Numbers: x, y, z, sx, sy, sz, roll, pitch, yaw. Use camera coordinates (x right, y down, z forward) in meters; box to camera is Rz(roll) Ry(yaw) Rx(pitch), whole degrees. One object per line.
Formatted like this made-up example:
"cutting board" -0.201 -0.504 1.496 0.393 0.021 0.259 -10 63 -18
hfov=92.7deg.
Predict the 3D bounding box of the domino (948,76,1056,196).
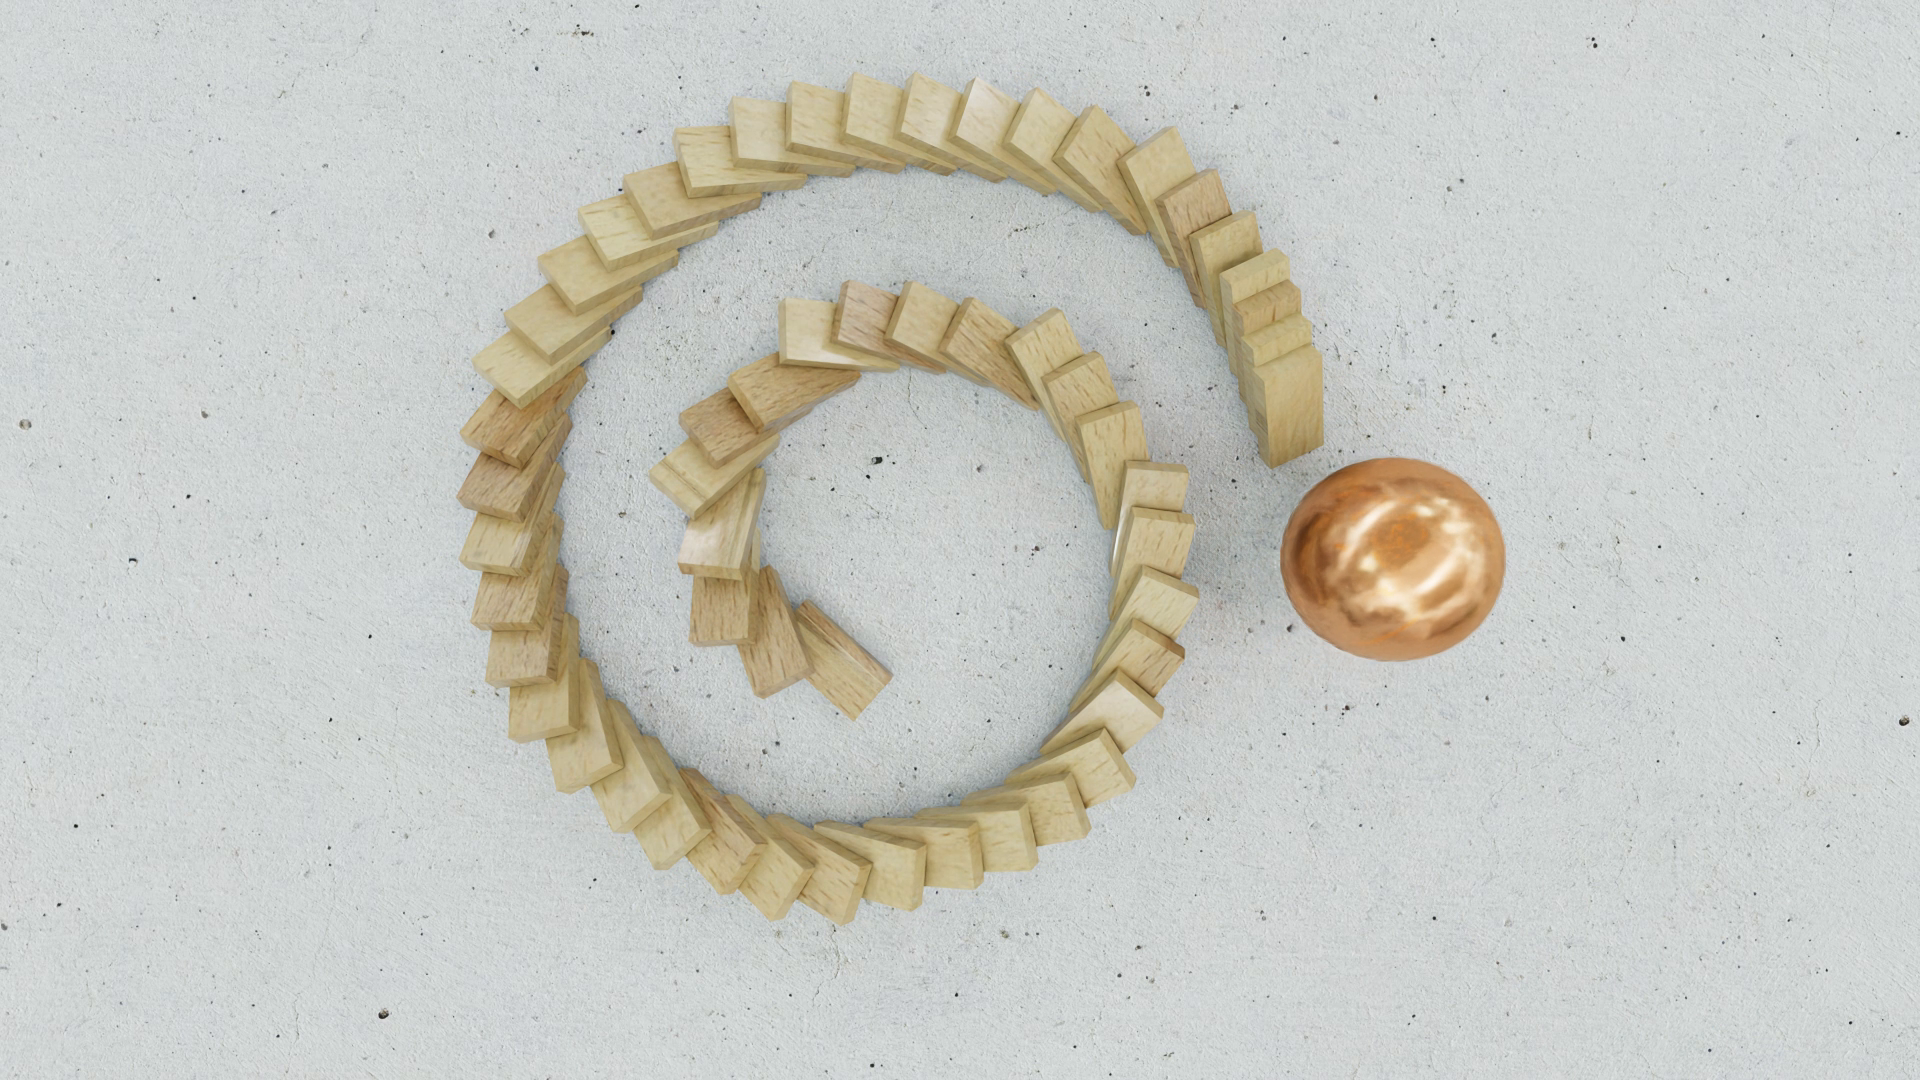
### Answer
"domino" 0.022 -0.169 0.385 0.050 0.010 0.025 19 90 -26

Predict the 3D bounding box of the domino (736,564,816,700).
"domino" -0.081 0.038 0.385 0.025 0.009 0.050 -27 66 2

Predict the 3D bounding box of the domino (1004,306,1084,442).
"domino" 0.041 -0.069 0.383 0.025 0.010 0.050 -35 119 -2

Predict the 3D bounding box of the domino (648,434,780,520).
"domino" -0.102 -0.034 0.384 0.025 0.010 0.050 41 63 3

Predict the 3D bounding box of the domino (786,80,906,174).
"domino" -0.047 -0.173 0.385 0.050 0.010 0.025 1 90 -26

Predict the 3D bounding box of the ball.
"ball" 0.168 0.008 0.360 0.080 0.080 0.080 0 90 0

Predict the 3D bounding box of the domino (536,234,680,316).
"domino" -0.147 -0.117 0.385 0.050 0.010 0.025 -38 90 -26

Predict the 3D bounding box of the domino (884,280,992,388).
"domino" -0.004 -0.086 0.384 0.050 0.010 0.025 21 89 -27

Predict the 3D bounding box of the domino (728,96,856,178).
"domino" -0.070 -0.169 0.385 0.050 0.009 0.025 -6 90 -26

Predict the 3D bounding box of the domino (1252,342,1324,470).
"domino" 0.136 -0.054 0.379 0.025 0.050 0.010 -25 46 0

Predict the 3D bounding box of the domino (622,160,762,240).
"domino" -0.112 -0.146 0.385 0.050 0.009 0.025 -29 90 -26

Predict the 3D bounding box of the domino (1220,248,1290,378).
"domino" 0.123 -0.092 0.379 0.025 0.050 0.009 -25 46 0

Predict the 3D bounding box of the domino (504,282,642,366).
"domino" -0.161 -0.098 0.385 0.025 0.010 0.050 42 64 0

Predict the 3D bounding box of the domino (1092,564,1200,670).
"domino" 0.077 0.037 0.384 0.025 0.009 0.050 23 117 0

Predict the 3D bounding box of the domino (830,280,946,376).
"domino" -0.027 -0.088 0.384 0.050 0.009 0.025 12 88 -28

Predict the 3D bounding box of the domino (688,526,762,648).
"domino" -0.098 0.019 0.385 0.025 0.009 0.050 -5 68 7

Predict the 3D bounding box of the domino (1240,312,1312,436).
"domino" 0.132 -0.067 0.379 0.025 0.050 0.009 -25 46 0

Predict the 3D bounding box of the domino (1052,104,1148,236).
"domino" 0.065 -0.154 0.384 0.050 0.009 0.025 32 90 -27

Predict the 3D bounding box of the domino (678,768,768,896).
"domino" -0.106 0.121 0.385 0.050 0.009 0.025 35 90 26

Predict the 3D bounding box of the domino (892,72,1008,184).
"domino" -0.001 -0.172 0.385 0.050 0.009 0.025 13 90 -26

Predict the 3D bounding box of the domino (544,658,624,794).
"domino" -0.160 0.077 0.384 0.025 0.010 0.050 -27 63 0

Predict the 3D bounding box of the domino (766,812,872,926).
"domino" -0.063 0.137 0.384 0.050 0.009 0.025 19 90 27

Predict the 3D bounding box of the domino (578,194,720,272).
"domino" -0.130 -0.134 0.385 0.050 0.010 0.025 -31 90 -26

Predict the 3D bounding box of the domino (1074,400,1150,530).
"domino" 0.066 -0.031 0.384 0.025 0.010 0.050 -18 118 0

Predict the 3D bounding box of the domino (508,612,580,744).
"domino" -0.174 0.057 0.385 0.025 0.010 0.050 -13 64 1

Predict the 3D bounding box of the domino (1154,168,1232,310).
"domino" 0.103 -0.126 0.385 0.025 0.009 0.050 -31 117 0

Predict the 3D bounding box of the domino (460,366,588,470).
"domino" -0.182 -0.056 0.384 0.025 0.010 0.050 24 63 0

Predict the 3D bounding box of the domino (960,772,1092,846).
"domino" 0.027 0.115 0.384 0.050 0.010 0.025 -20 90 27

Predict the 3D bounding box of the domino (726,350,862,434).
"domino" -0.069 -0.067 0.384 0.050 0.009 0.025 -34 90 -29

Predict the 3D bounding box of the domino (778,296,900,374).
"domino" -0.050 -0.085 0.383 0.050 0.009 0.025 -1 88 -29

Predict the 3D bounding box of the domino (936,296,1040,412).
"domino" 0.018 -0.077 0.384 0.050 0.010 0.025 28 90 -27

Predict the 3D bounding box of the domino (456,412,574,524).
"domino" -0.186 -0.034 0.385 0.025 0.009 0.050 15 64 0

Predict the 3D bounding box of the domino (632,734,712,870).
"domino" -0.128 0.110 0.385 0.025 0.010 0.050 -42 64 0

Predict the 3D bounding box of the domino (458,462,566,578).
"domino" -0.187 -0.011 0.385 0.025 0.009 0.050 8 64 0

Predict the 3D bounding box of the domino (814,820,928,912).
"domino" -0.039 0.136 0.385 0.050 0.009 0.025 5 90 27

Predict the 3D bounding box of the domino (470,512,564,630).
"domino" -0.185 0.013 0.385 0.025 0.010 0.050 0 64 1

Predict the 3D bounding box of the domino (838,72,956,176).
"domino" -0.024 -0.174 0.385 0.050 0.010 0.025 8 90 -26

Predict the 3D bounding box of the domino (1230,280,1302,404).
"domino" 0.128 -0.080 0.379 0.025 0.050 0.010 -25 46 0

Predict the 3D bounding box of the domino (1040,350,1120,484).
"domino" 0.055 -0.051 0.384 0.025 0.009 0.050 -27 118 -1

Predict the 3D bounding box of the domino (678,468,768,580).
"domino" -0.099 -0.008 0.383 0.025 0.010 0.050 6 58 0

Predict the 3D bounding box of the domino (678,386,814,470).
"domino" -0.089 -0.053 0.384 0.050 0.010 0.025 -37 86 -26

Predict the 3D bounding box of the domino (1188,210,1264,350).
"domino" 0.115 -0.108 0.383 0.025 0.010 0.050 -26 120 0

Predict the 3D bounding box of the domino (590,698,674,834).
"domino" -0.143 0.094 0.385 0.025 0.010 0.050 -40 64 0

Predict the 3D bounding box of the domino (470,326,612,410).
"domino" -0.175 -0.080 0.385 0.025 0.009 0.050 40 64 0

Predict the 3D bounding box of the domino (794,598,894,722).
"domino" -0.056 0.052 0.395 0.050 0.009 0.025 42 90 0

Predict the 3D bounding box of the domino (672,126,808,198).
"domino" -0.092 -0.160 0.385 0.050 0.010 0.025 -16 90 -27

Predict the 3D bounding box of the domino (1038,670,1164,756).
"domino" 0.059 0.080 0.385 0.025 0.010 0.050 40 117 0

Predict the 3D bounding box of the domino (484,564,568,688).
"domino" -0.181 0.036 0.385 0.025 0.009 0.050 -6 64 1

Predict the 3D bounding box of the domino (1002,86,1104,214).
"domino" 0.044 -0.163 0.385 0.050 0.010 0.025 26 90 -26

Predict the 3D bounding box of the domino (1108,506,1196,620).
"domino" 0.079 0.012 0.383 0.025 0.010 0.050 7 118 -2

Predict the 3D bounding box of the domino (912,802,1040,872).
"domino" 0.006 0.125 0.385 0.050 0.010 0.025 -12 90 27

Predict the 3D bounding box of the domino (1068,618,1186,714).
"domino" 0.070 0.059 0.385 0.025 0.009 0.050 31 117 0

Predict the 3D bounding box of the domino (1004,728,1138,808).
"domino" 0.046 0.101 0.384 0.050 0.009 0.025 -32 90 27

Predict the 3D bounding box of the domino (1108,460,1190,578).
"domino" 0.079 -0.008 0.385 0.025 0.009 0.050 4 116 0

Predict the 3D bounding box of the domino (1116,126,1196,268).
"domino" 0.089 -0.143 0.385 0.025 0.010 0.050 -36 117 0

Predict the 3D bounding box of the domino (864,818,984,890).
"domino" -0.016 0.131 0.385 0.050 0.009 0.025 -7 90 27

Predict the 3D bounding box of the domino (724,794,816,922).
"domino" -0.087 0.132 0.385 0.050 0.010 0.025 32 90 27
